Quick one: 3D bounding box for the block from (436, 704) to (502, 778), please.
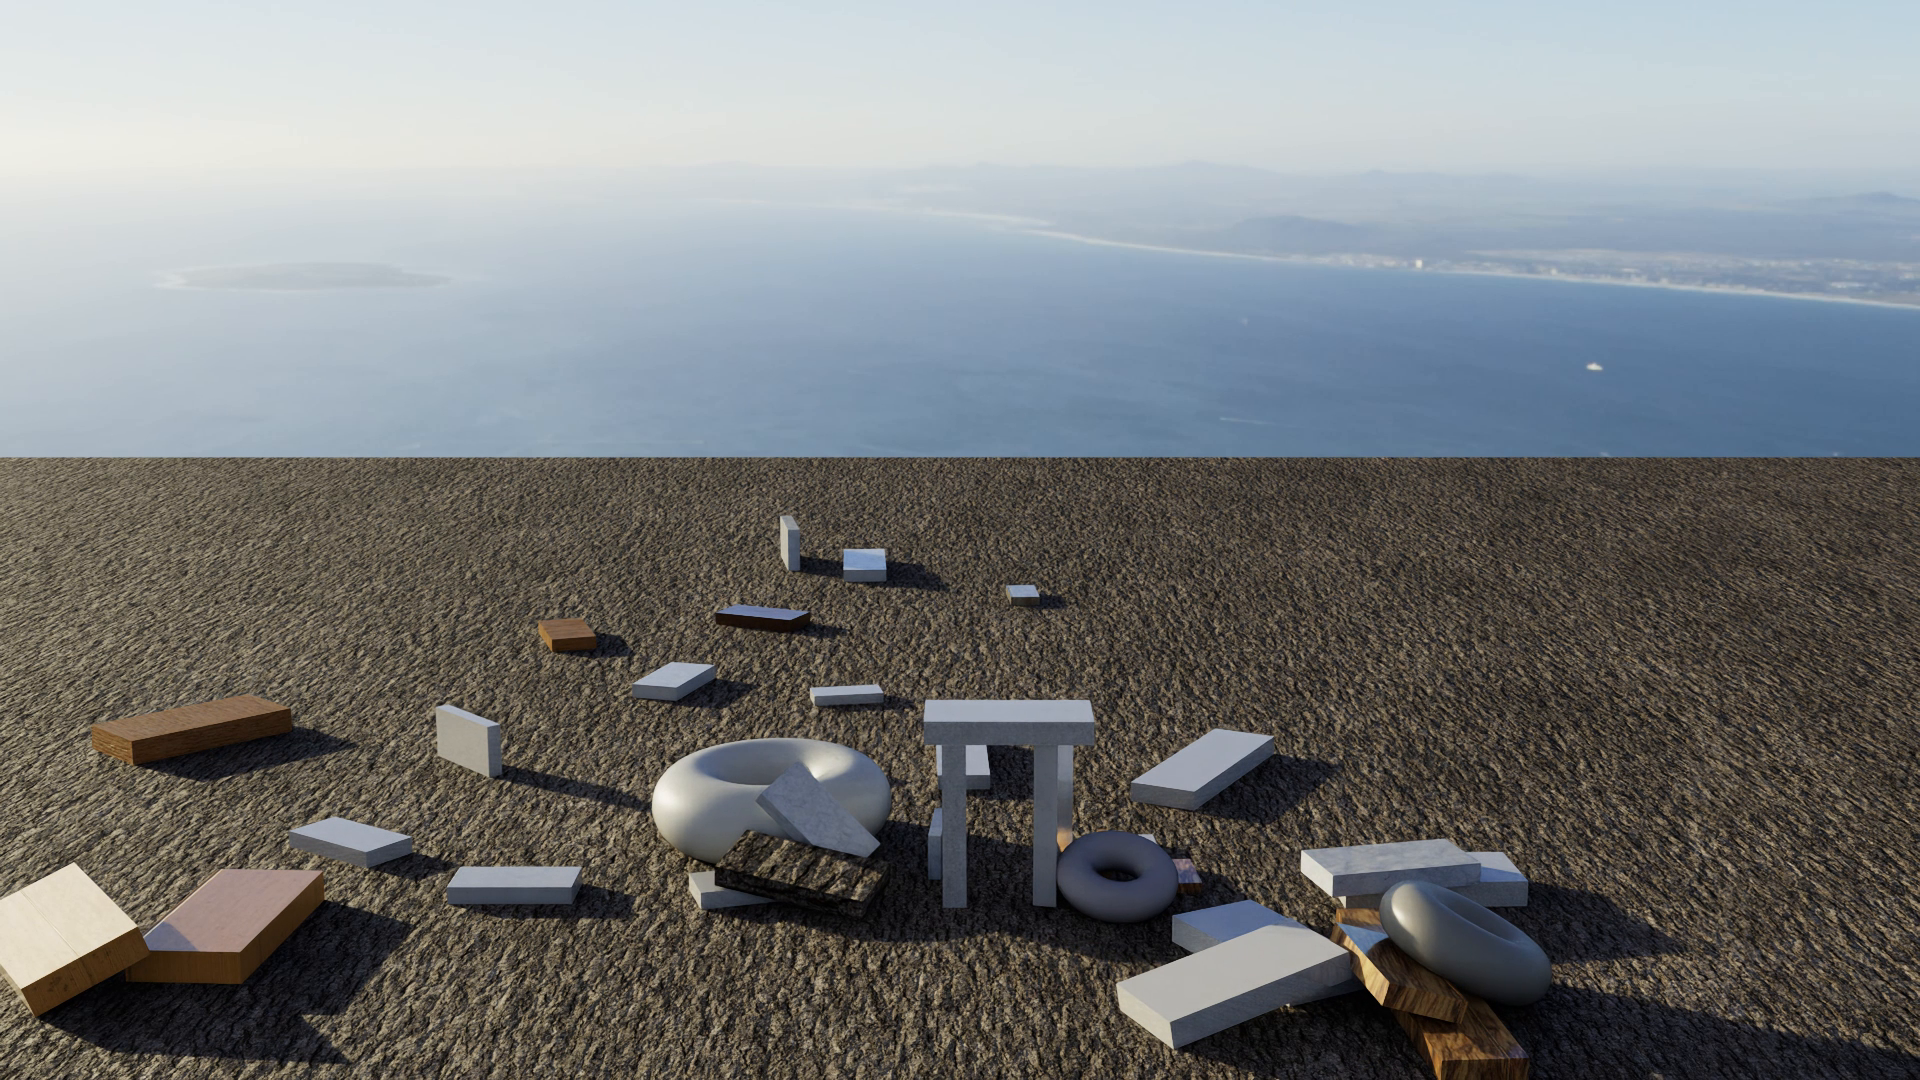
[{"bbox_3d":[-0.984,0.401,4.404,0.029,0.103,0.205,-9,14,-41],"label":"block"}]

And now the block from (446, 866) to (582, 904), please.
[{"bbox_3d":[-0.741,0.576,3.667,0.205,0.029,0.103,0,11,0],"label":"block"}]

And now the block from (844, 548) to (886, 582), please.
[{"bbox_3d":[-0.276,0.072,6.363,0.121,0.034,0.313,-1,11,-3],"label":"block"}]

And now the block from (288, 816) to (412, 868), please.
[{"bbox_3d":[-1.079,0.534,3.891,0.205,0.029,0.103,7,13,34],"label":"block"}]

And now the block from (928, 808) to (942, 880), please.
[{"bbox_3d":[-0.038,0.525,3.807,0.022,0.077,0.155,1,11,4],"label":"block"}]

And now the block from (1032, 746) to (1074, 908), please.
[{"bbox_3d":[0.155,0.454,3.649,0.039,0.275,0.138,3,11,13],"label":"block"}]

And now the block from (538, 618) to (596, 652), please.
[{"bbox_3d":[-0.981,0.236,5.491,0.109,0.031,0.218,-4,11,-19],"label":"block"}]

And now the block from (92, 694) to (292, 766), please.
[{"bbox_3d":[-1.602,0.393,4.593,0.176,0.050,0.353,10,14,42],"label":"block"}]

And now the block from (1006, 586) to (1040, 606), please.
[{"bbox_3d":[0.170,0.150,5.981,0.077,0.022,0.155,-1,11,-4],"label":"block"}]

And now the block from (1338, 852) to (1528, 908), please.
[{"bbox_3d":[0.778,0.567,3.674,0.301,0.043,0.150,0,11,-2],"label":"block"}]

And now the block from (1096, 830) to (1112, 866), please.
[{"bbox_3d":[0.245,0.543,3.752,0.017,0.062,0.123,3,11,0],"label":"block"}]

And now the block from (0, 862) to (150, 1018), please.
[{"bbox_3d":[-1.370,0.600,3.330,0.176,0.050,0.353,-29,24,-29],"label":"block"}]

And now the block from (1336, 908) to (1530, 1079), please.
[{"bbox_3d":[0.680,0.656,3.221,0.120,0.034,0.583,-1,11,-4],"label":"block"}]

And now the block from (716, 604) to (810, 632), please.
[{"bbox_3d":[-0.508,0.201,5.677,0.218,0.031,0.109,5,11,24],"label":"block"}]

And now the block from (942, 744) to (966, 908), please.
[{"bbox_3d":[-0.009,0.454,3.644,0.039,0.275,0.138,0,11,0],"label":"block"}]

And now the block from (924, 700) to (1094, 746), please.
[{"bbox_3d":[0.080,0.300,3.617,0.275,0.039,0.138,0,11,0],"label":"block"}]

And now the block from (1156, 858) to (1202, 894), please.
[{"bbox_3d":[0.370,0.570,3.730,0.062,0.017,0.123,-1,11,-4],"label":"block"}]

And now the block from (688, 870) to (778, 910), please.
[{"bbox_3d":[-0.342,0.576,3.668,0.203,0.029,0.101,-3,11,-17],"label":"block"}]

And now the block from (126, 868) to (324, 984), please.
[{"bbox_3d":[-1.150,0.603,3.460,0.176,0.050,0.367,1,11,3],"label":"block"}]

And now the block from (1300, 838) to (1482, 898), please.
[{"bbox_3d":[0.707,0.538,3.615,0.259,0.037,0.130,-3,11,-14],"label":"block"}]

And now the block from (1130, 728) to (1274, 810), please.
[{"bbox_3d":[0.483,0.448,4.332,0.130,0.037,0.433,6,12,27],"label":"block"}]

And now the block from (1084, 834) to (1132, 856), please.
[{"bbox_3d":[0.284,0.540,3.891,0.123,0.017,0.062,-1,11,-3],"label":"block"}]

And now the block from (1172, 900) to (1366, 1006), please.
[{"bbox_3d":[0.471,0.627,3.356,0.150,0.043,0.301,-6,12,-28],"label":"block"}]

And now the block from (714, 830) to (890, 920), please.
[{"bbox_3d":[-0.259,0.551,3.627,0.259,0.037,0.130,11,23,16],"label":"block"}]

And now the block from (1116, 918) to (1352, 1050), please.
[{"bbox_3d":[0.394,0.634,3.163,0.301,0.043,0.150,-16,17,-22],"label":"block"}]

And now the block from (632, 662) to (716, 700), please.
[{"bbox_3d":[-0.653,0.322,5.026,0.109,0.031,0.218,3,11,16],"label":"block"}]

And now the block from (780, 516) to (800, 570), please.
[{"bbox_3d":[-0.500,0.008,6.473,0.034,0.121,0.241,-2,11,-10],"label":"block"}]

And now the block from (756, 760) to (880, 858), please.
[{"bbox_3d":[-0.241,0.480,3.740,0.101,0.202,0.029,-41,-6,-43],"label":"block"}]

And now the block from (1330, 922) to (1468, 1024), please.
[{"bbox_3d":[0.625,0.618,3.150,0.120,0.034,0.239,15,8,-11],"label":"block"}]

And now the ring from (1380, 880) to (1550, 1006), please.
[{"bbox_3d":[0.739,0.589,3.221,0.268,0.089,0.268,26,7,-4],"label":"ring"}]

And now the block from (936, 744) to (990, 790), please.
[{"bbox_3d":[0.003,0.437,4.415,0.101,0.029,0.340,0,11,-1],"label":"block"}]

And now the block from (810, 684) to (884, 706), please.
[{"bbox_3d":[-0.254,0.347,4.918,0.155,0.022,0.077,-2,11,-11],"label":"block"}]

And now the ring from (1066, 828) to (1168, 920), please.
[{"bbox_3d":[0.257,0.550,3.597,0.067,0.202,0.202,48,25,10],"label":"ring"}]

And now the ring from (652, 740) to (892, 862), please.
[{"bbox_3d":[-0.337,0.468,3.946,0.429,0.143,0.429,-1,11,0],"label":"ring"}]
